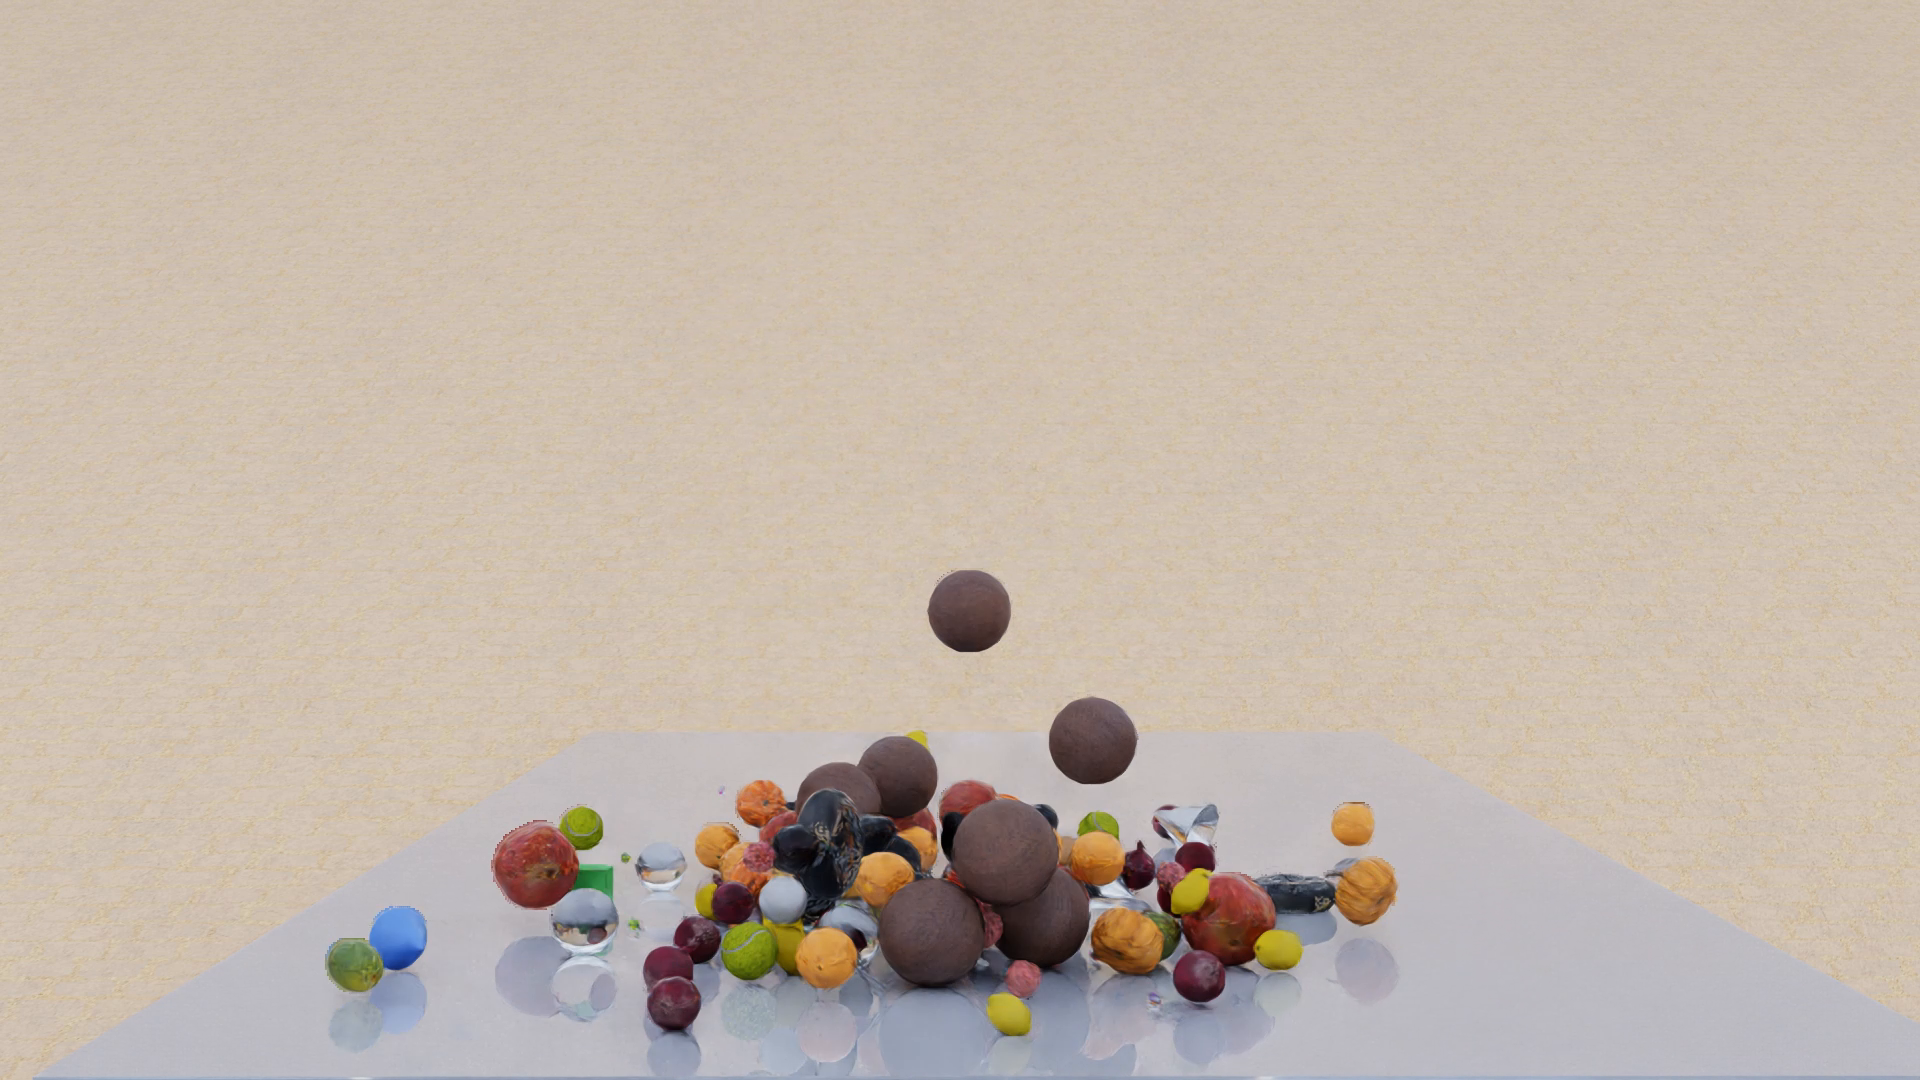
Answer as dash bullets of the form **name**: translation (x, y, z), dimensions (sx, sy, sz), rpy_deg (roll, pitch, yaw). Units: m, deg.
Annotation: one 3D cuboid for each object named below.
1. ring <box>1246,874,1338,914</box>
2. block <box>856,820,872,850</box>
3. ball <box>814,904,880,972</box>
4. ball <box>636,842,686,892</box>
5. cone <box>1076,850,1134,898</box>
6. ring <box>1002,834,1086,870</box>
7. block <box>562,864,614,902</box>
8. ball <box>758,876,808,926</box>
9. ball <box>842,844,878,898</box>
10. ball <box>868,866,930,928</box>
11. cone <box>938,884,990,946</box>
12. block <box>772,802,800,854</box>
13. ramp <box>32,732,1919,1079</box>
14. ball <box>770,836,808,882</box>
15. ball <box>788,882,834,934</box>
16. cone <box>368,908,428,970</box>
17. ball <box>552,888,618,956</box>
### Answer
- **ring**: translation (0.472, 0.505, 3.685), dimensions (0.131, 0.044, 0.131), rpy_deg (0, 0, 0)
- **block**: translation (-0.190, 0.483, 4.044), dimensions (0.080, 0.080, 0.080), rpy_deg (0, 1, 20)
- **ball**: translation (-0.140, 0.492, 3.192), dimensions (0.081, 0.081, 0.081), rpy_deg (0, 28, 0)
- **ball**: translation (-0.446, 0.488, 3.856), dimensions (0.075, 0.075, 0.075), rpy_deg (0, 28, 0)
- **cone**: translation (0.224, 0.503, 3.758), dimensions (0.076, 0.076, 0.076), rpy_deg (27, 38, 36)
- **ring**: translation (0.134, 0.500, 4.142), dimensions (0.134, 0.045, 0.134), rpy_deg (1, 1, 0)
- **block**: translation (-0.530, 0.497, 3.680), dimensions (0.061, 0.061, 0.061), rpy_deg (0, 1, 3)
- **ball**: translation (-0.217, 0.442, 3.163), dimensions (0.060, 0.060, 0.060), rpy_deg (0, 28, 0)
- **ball**: translation (-0.164, 0.483, 3.794), dimensions (0.086, 0.086, 0.086), rpy_deg (0, 28, 0)
- **ball**: translation (-0.084, 0.487, 3.530), dimensions (0.084, 0.084, 0.084), rpy_deg (0, 28, 0)
- **cone**: translation (-0.008, 0.485, 3.384), dimensions (0.072, 0.072, 0.072), rpy_deg (-20, 0, 0)
- **block**: translation (-0.246, 0.473, 4.145), dimensions (0.097, 0.097, 0.097), rpy_deg (0, 1, 4)
- **ramp**: translation (0.063, 0.566, 4.606), dimensions (2.000, 0.100, 4.000), rpy_deg (0, 1, 0)
- **ball**: translation (-0.217, 0.462, 3.624), dimensions (0.099, 0.099, 0.099), rpy_deg (0, 28, 0)
- **ball**: translation (-0.204, 0.495, 3.480), dimensions (0.070, 0.070, 0.070), rpy_deg (0, 28, 0)
- **cone**: translation (-0.674, 0.496, 3.170), dimensions (0.077, 0.077, 0.077), rpy_deg (-20, 13, -33)
- **ball**: translation (-0.481, 0.489, 3.315), dimensions (0.086, 0.086, 0.086), rpy_deg (0, 28, 0)
